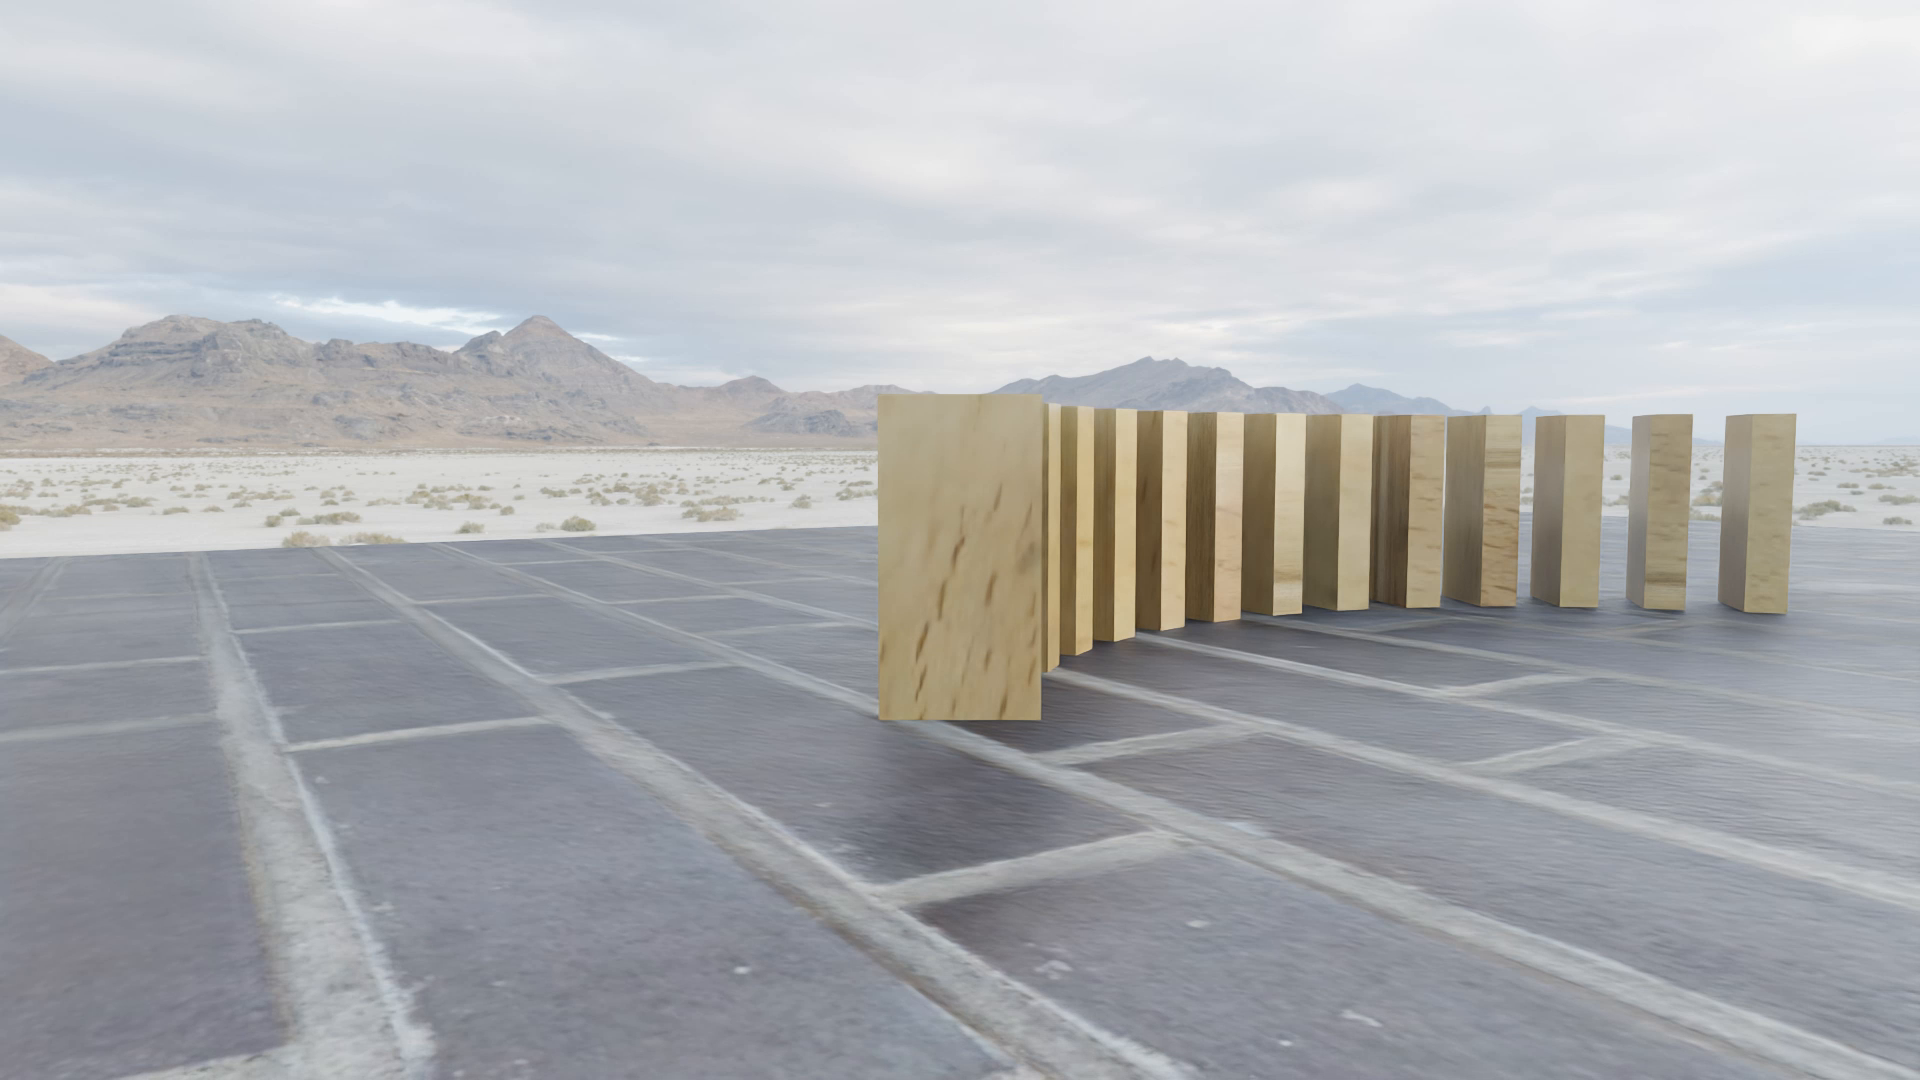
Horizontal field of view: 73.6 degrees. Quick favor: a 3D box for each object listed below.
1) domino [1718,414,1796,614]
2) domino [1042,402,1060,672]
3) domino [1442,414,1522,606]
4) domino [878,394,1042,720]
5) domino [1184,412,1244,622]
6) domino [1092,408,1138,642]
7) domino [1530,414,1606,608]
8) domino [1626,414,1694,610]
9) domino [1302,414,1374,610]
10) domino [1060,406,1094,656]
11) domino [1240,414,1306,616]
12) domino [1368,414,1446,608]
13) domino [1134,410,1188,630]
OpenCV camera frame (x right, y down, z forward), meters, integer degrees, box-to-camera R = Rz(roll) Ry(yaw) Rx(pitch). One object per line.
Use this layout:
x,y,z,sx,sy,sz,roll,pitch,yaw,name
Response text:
0.207,-0.007,0.333,0.010,0.050,0.025,1,4,17,domino
0.006,-0.001,0.245,0.025,0.050,0.009,1,4,17,domino
0.141,-0.008,0.347,0.009,0.050,0.025,0,4,-2,domino
0.000,0.002,0.201,0.025,0.050,0.009,0,4,0,domino
0.057,-0.006,0.318,0.010,0.050,0.025,-3,5,-37,domino
0.026,-0.004,0.285,0.025,0.050,0.010,3,5,35,domino
0.163,-0.008,0.346,0.009,0.050,0.025,1,4,7,domino
0.185,-0.008,0.341,0.010,0.050,0.025,1,5,18,domino
0.097,-0.008,0.339,0.009,0.050,0.025,-1,5,-19,domino
0.014,-0.002,0.266,0.025,0.050,0.010,2,5,26,domino
0.076,-0.007,0.330,0.009,0.050,0.025,-2,5,-28,domino
0.118,-0.008,0.345,0.010,0.050,0.025,-1,4,-10,domino
0.040,-0.005,0.303,0.025,0.050,0.009,4,6,44,domino
